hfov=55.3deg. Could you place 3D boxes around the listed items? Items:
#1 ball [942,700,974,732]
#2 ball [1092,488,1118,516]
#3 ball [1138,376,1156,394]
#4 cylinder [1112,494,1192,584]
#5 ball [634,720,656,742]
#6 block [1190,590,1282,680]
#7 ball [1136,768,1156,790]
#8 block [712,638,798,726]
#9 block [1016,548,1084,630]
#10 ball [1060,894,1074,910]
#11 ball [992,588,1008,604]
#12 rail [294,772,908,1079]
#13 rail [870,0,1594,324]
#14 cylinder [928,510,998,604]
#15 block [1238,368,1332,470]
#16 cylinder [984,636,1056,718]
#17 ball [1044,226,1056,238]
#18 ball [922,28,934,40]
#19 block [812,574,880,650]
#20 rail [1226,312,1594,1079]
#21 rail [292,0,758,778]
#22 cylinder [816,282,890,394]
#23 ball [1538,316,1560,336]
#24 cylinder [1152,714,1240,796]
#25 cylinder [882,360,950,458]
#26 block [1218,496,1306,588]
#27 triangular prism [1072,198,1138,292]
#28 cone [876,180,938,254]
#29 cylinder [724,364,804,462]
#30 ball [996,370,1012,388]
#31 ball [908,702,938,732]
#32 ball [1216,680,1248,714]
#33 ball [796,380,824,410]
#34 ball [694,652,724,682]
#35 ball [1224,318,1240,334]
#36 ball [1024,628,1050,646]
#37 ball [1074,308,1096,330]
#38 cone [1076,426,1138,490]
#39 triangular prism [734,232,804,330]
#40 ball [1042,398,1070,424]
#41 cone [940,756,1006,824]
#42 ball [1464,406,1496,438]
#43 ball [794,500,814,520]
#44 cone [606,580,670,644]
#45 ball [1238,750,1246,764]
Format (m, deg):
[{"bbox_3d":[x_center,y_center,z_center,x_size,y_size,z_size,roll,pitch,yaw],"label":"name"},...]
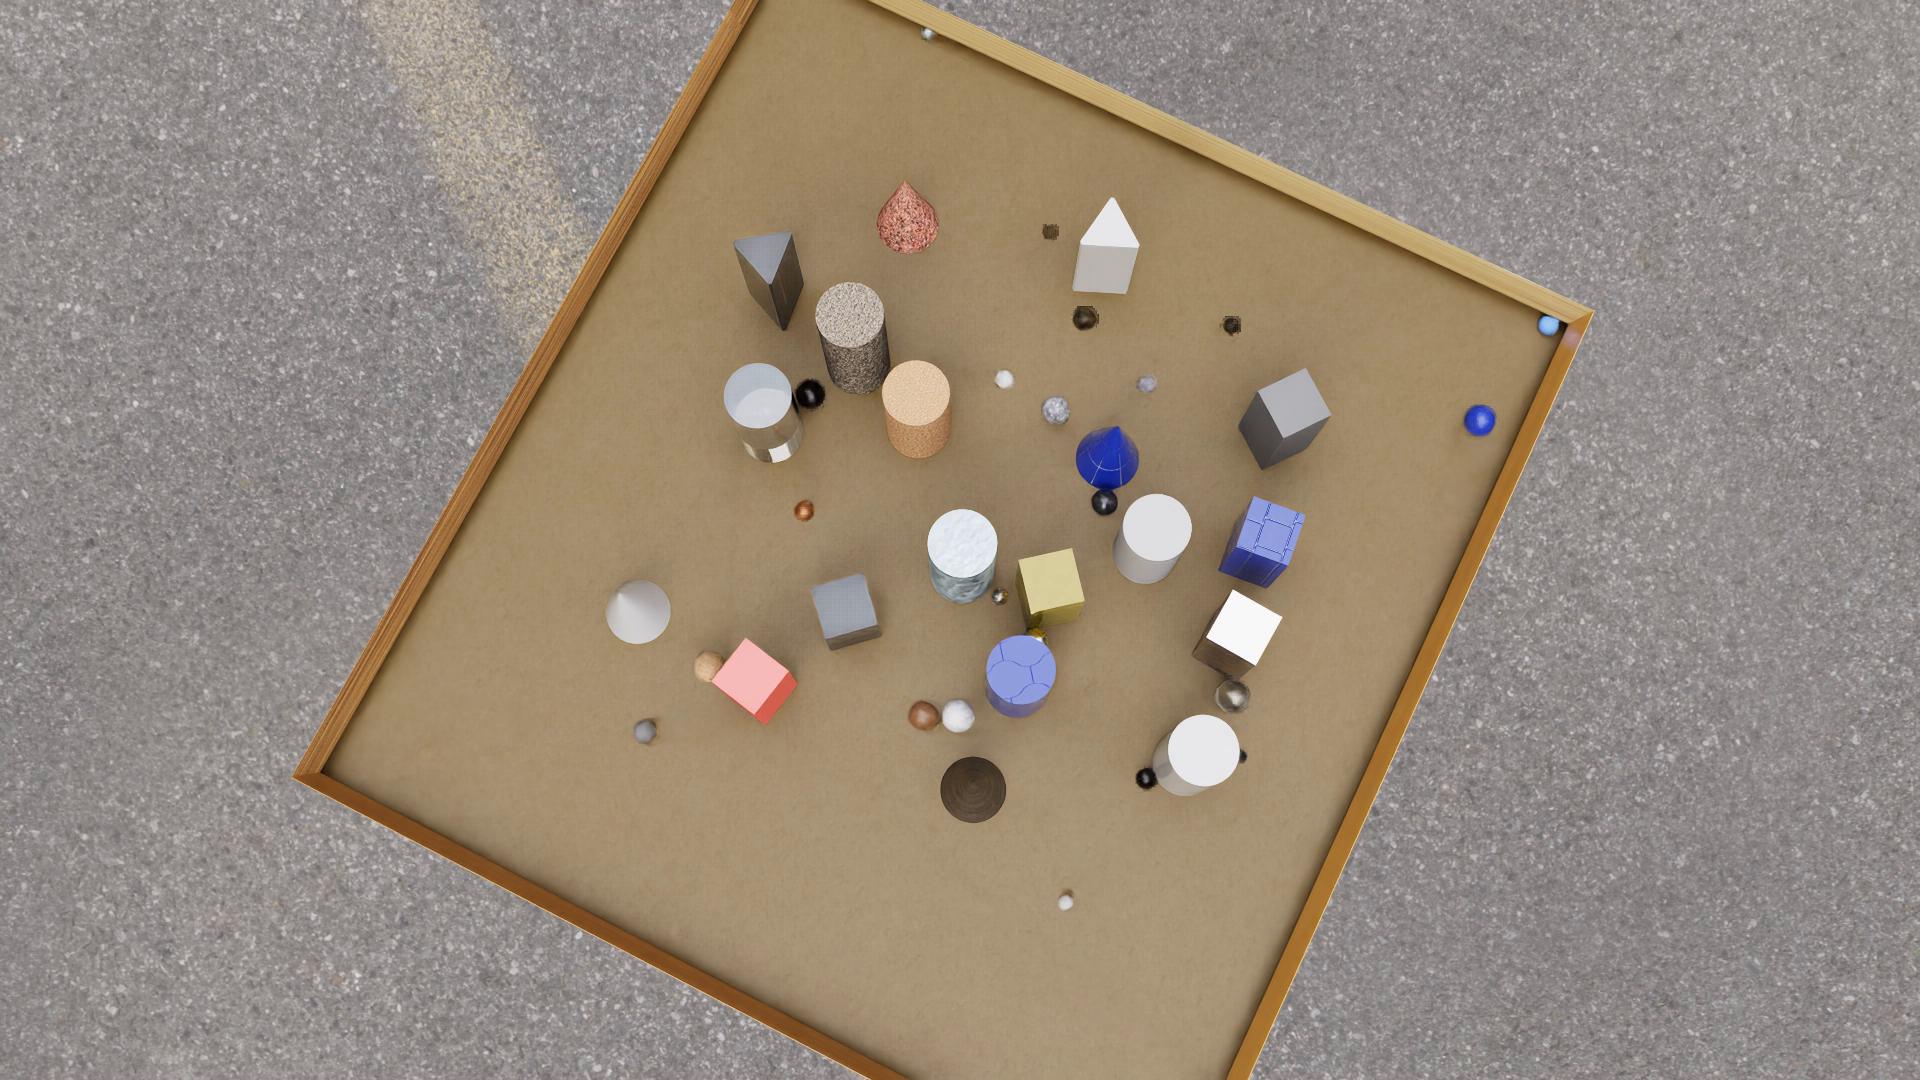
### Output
[{"bbox_3d":[-0.005,0.526,5.458,0.098,0.098,0.098,0,78,0],"label":"ball"},{"bbox_3d":[0.442,-0.116,5.599,0.082,0.082,0.082,0,78,0],"label":"ball"},{"bbox_3d":[0.578,-0.483,5.688,0.056,0.056,0.056,0,78,0],"label":"ball"},{"bbox_3d":[0.565,0.001,5.430,0.197,0.365,0.197,0,78,0],"label":"cylinder"},{"bbox_3d":[-0.939,0.571,5.465,0.065,0.065,0.065,0,78,0],"label":"ball"},{"bbox_3d":[0.805,0.285,5.367,0.158,0.373,0.158,30,80,6],"label":"block"},{"bbox_3d":[0.553,0.709,5.438,0.062,0.062,0.062,0,78,0],"label":"ball"},{"bbox_3d":[-0.600,0.419,5.377,0.158,0.299,0.158,37,81,7],"label":"block"},{"bbox_3d":[0.262,0.150,5.411,0.158,0.341,0.158,-12,79,-3],"label":"block"},{"bbox_3d":[0.312,1.063,5.375,0.042,0.042,0.042,0,78,0],"label":"ball"},{"bbox_3d":[0.122,0.170,5.557,0.049,0.049,0.049,0,78,0],"label":"ball"},{"bbox_3d":[-0.665,1.309,5.279,2.852,0.128,0.045,26,80,5],"label":"rail"},{"bbox_3d":[0.665,-1.296,5.818,2.852,0.128,0.045,26,80,5],"label":"rail"},{"bbox_3d":[0.007,0.054,5.383,0.197,0.435,0.197,0,78,0],"label":"cylinder"},{"bbox_3d":[0.968,-0.357,5.492,0.158,0.388,0.158,-26,79,-5],"label":"block"},{"bbox_3d":[0.173,0.402,5.352,0.197,0.355,0.197,0,78,0],"label":"cylinder"},{"bbox_3d":[0.284,-0.974,5.797,0.042,0.042,0.042,0,78,0],"label":"ball"},{"bbox_3d":[-0.103,-1.642,5.935,0.041,0.041,0.041,0,78,0],"label":"ball"},{"bbox_3d":[-0.336,0.216,5.448,0.158,0.242,0.158,-16,79,-3],"label":"block"},{"bbox_3d":[1.254,0.621,5.422,0.045,0.128,3.022,26,80,5],"label":"rail"},{"bbox_3d":[-1.254,-0.607,5.676,0.045,0.128,3.022,26,80,5],"label":"rail"},{"bbox_3d":[-0.316,-0.598,5.494,0.197,0.482,0.197,0,78,0],"label":"cylinder"},{"bbox_3d":[1.839,-0.670,5.723,0.063,0.063,0.063,0,78,0],"label":"ball"},{"bbox_3d":[0.673,0.624,5.267,0.197,0.431,0.197,0,78,0],"label":"cylinder"},{"bbox_3d":[-0.128,-0.388,5.502,0.197,0.381,0.197,0,78,0],"label":"cylinder"},{"bbox_3d":[0.890,0.012,5.424,0.158,0.373,0.158,20,79,4],"label":"block"},{"bbox_3d":[0.445,-0.898,5.595,0.171,0.406,0.148,4,78,1],"label":"triangular prism"},{"bbox_3d":[-0.166,-1.040,5.650,0.197,0.356,0.197,0,78,0],"label":"cone"},{"bbox_3d":[-0.584,-0.376,5.488,0.197,0.404,0.197,0,78,0],"label":"cylinder"},{"bbox_3d":[0.137,-0.500,5.692,0.055,0.055,0.055,0,78,0],"label":"ball"},{"bbox_3d":[-0.108,0.525,5.462,0.090,0.090,0.090,0,78,0],"label":"ball"},{"bbox_3d":[0.812,0.467,5.470,0.098,0.098,0.098,0,78,0],"label":"ball"},{"bbox_3d":[-0.463,-0.449,5.665,0.088,0.088,0.088,0,78,0],"label":"ball"},{"bbox_3d":[-0.752,0.381,5.492,0.090,0.090,0.090,0,78,0],"label":"ball"},{"bbox_3d":[0.849,-0.670,5.730,0.049,0.049,0.049,0,78,0],"label":"ball"},{"bbox_3d":[0.227,0.305,5.512,0.082,0.082,0.082,0,78,0],"label":"ball"},{"bbox_3d":[0.389,-0.690,5.723,0.071,0.071,0.071,0,78,0],"label":"ball"},{"bbox_3d":[0.456,-0.291,5.479,0.197,0.387,0.197,0,78,0],"label":"cone"},{"bbox_3d":[-0.551,-0.810,5.562,0.148,0.435,0.171,-40,81,-8],"label":"triangular prism"},{"bbox_3d":[0.296,-0.398,5.655,0.085,0.085,0.085,0,78,0],"label":"ball"},{"bbox_3d":[0.039,0.713,5.310,0.197,0.311,0.197,0,78,0],"label":"cone"},{"bbox_3d":[1.600,-0.364,5.644,0.094,0.094,0.094,0,78,0],"label":"ball"},{"bbox_3d":[-0.476,-0.092,5.605,0.060,0.060,0.060,0,78,0],"label":"ball"},{"bbox_3d":[-0.978,0.186,5.414,0.197,0.321,0.197,0,78,0],"label":"cone"},{"bbox_3d":[0.832,0.644,5.462,0.043,0.043,0.043,0,78,0],"label":"ball"}]
